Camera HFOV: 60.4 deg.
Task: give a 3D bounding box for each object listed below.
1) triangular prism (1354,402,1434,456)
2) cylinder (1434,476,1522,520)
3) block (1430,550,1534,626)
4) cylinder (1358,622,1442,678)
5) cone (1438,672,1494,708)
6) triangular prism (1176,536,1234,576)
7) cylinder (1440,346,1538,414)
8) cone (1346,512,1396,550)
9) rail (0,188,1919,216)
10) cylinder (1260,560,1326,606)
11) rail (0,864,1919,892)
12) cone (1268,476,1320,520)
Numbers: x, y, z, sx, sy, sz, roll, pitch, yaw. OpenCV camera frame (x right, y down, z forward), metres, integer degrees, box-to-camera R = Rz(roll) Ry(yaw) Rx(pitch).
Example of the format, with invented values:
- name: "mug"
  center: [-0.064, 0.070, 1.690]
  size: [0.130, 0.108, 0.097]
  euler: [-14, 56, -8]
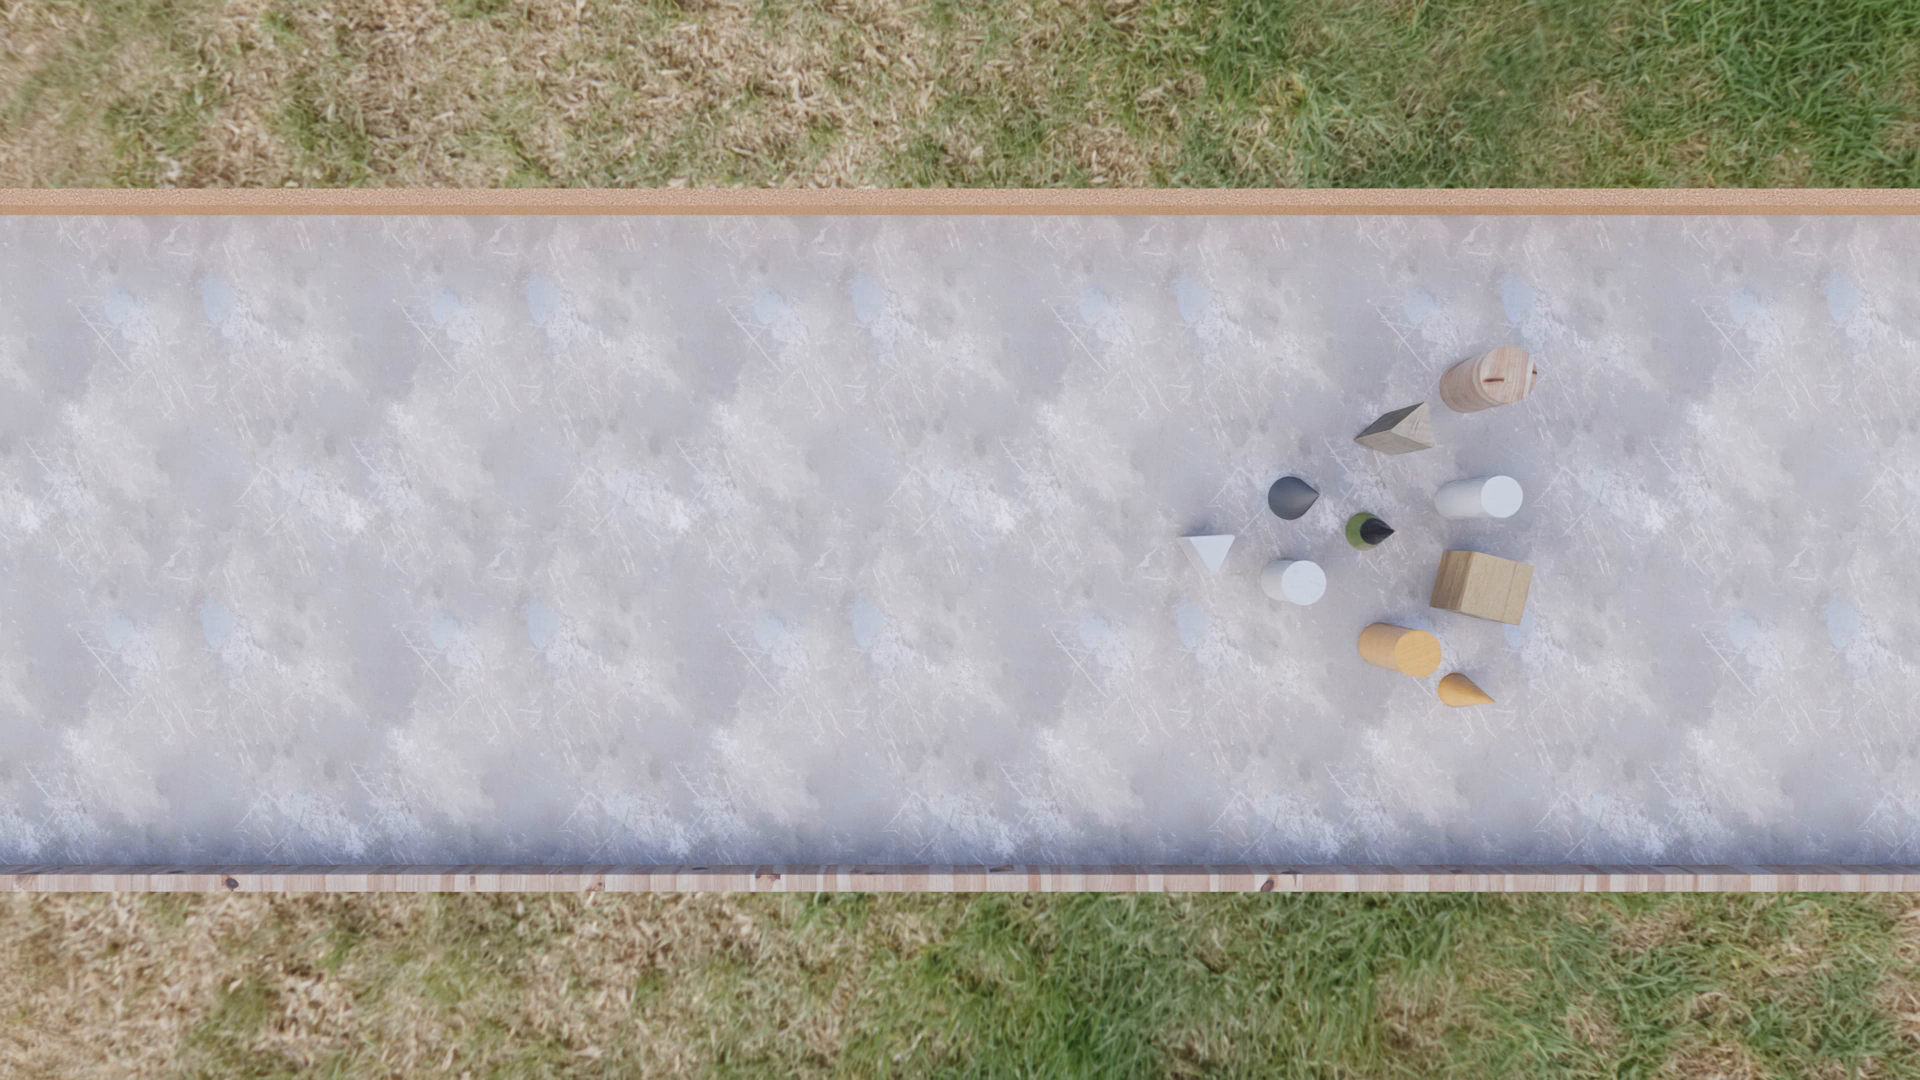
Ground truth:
- name: "triangular prism"
  center: [1.291, -0.336, 4.854]
  size: [0.129, 0.444, 0.111]
  euler: [21, 90, 0]
- name: "cylinder"
  center: [1.519, -0.122, 4.850]
  size: [0.118, 0.452, 0.118]
  euler: [0, 90, 0]
- name: "block"
  center: [1.551, 0.140, 4.919]
  size: [0.177, 0.315, 0.177]
  euler: [14, 90, 0]
- name: "cylinder"
  center: [1.291, 0.321, 4.863]
  size: [0.134, 0.428, 0.134]
  euler: [0, 90, 0]
- name: "cone"
  center: [1.525, 0.462, 4.881]
  size: [0.108, 0.391, 0.108]
  euler: [0, 90, 0]
- name: "triangular prism"
  center: [0.747, 0.018, 4.923]
  size: [0.112, 0.308, 0.129]
  euler: [-33, 90, 0]
- name: "cylinder"
  center: [1.557, -0.471, 4.879]
  size: [0.163, 0.395, 0.163]
  euler: [0, 90, 0]
- name: "cone"
  center: [1.245, -0.026, 4.893]
  size: [0.119, 0.366, 0.119]
  euler: [0, 90, 0]
- name: "rail"
  center: [-2.247, -1.025, 5.002]
  size: [12.000, 0.150, 0.050]
  euler: [0, 90, 0]
- name: "cylinder"
  center: [0.989, 0.123, 4.909]
  size: [0.129, 0.334, 0.129]
  euler: [0, 90, 0]
- name: "rail"
  center: [-2.247, 1.025, 5.001]
  size: [12.000, 0.150, 0.050]
  euler: [0, 90, 0]
- name: "cone"
  center: [1.015, -0.129, 4.858]
  size: [0.135, 0.437, 0.135]
  euler: [0, 90, 0]
